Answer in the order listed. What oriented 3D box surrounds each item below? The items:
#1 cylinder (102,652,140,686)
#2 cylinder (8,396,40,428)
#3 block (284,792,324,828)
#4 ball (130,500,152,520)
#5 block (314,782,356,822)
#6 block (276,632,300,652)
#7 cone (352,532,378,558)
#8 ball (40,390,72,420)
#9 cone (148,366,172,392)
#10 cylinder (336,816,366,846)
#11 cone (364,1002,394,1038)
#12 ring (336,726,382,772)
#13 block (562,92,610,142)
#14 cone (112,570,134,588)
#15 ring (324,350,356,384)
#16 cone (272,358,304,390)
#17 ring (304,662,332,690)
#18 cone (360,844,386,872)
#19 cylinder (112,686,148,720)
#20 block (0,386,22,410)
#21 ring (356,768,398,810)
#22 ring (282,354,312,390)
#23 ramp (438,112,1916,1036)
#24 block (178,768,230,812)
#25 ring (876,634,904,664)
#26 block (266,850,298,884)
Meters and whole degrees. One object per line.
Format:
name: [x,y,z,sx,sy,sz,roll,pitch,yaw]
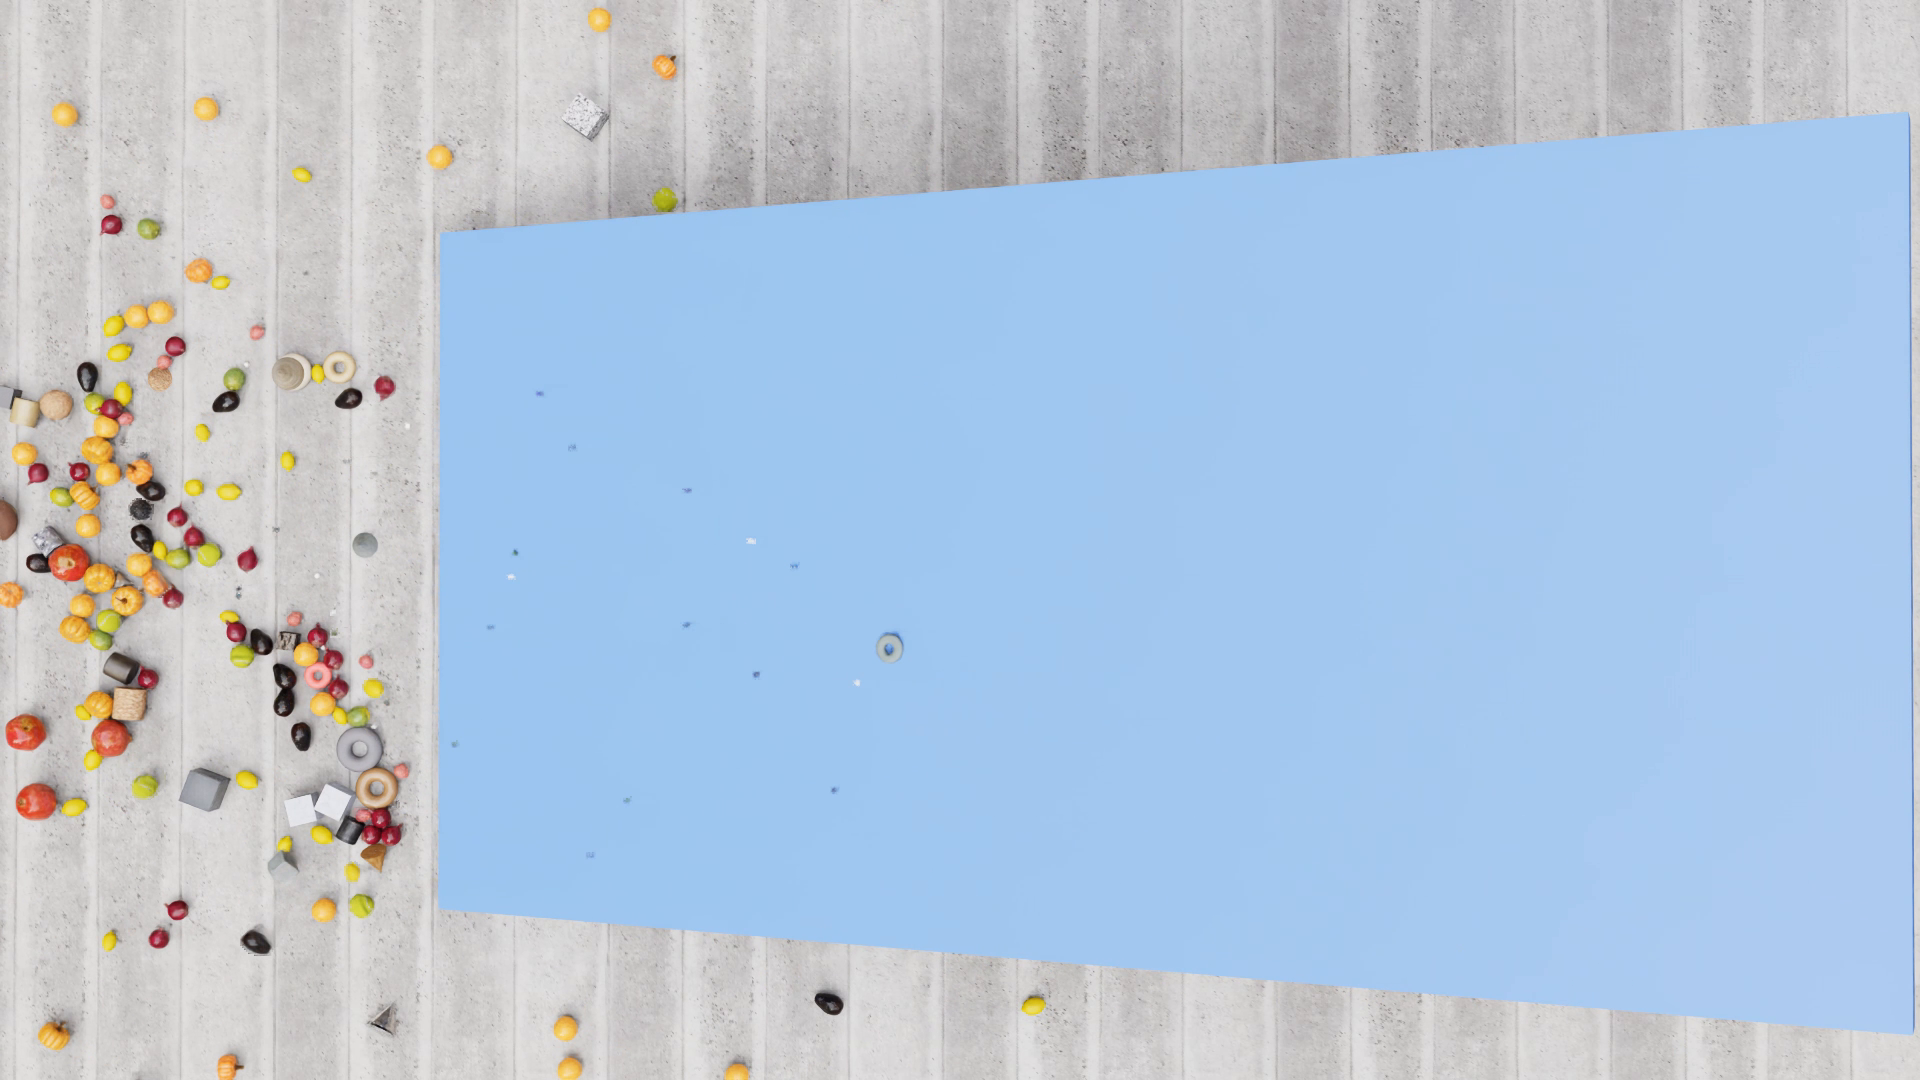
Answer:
cylinder: [-2.500,0.383,6.556,0.075,0.075,0.075,25,89,0]
cylinder: [-2.790,-0.381,6.564,0.076,0.076,0.076,14,89,0]
block: [-1.952,0.802,6.548,0.080,0.080,0.080,-14,89,0]
ball: [-2.447,-0.089,6.567,0.062,0.062,0.062,0,89,0]
block: [-1.857,0.777,6.547,0.083,0.083,0.083,26,89,0]
block: [-2.005,0.303,6.568,0.052,0.052,0.052,8,89,0]
cone: [-1.784,0.015,6.559,0.077,0.077,0.077,0,89,0]
ball: [-2.695,-0.402,6.557,0.090,0.090,0.090,0,89,0]
cone: [-2.402,-0.484,6.566,0.074,0.074,0.074,0,89,0]
cylinder: [-1.817,0.865,6.555,0.065,0.065,0.065,27,89,0]
cone: [-1.711,1.421,6.561,0.094,0.094,0.094,23,63,0]
ring: [-1.793,0.625,6.568,0.139,0.046,0.139,0,91,0]
block: [-1.118,-1.262,6.565,0.094,0.094,0.094,35,89,0]
cone: [-2.499,0.127,6.583,0.058,0.058,0.058,21,89,-30]
ring: [-1.858,-0.517,6.587,0.099,0.033,0.099,0,89,-1]
cone: [-2.006,-0.494,6.517,0.098,0.098,0.098,0,93,-1]
ring: [-1.920,0.405,6.579,0.083,0.028,0.083,0,91,0]
cone: [-1.740,0.962,6.569,0.079,0.079,0.079,-12,116,0]
cylinder: [-2.472,0.487,6.547,0.091,0.091,0.091,6,89,0]
block: [-2.851,-0.426,6.571,0.062,0.062,0.062,14,89,0]
ring: [-1.742,0.741,6.568,0.127,0.042,0.127,0,89,-3]
ring: [-1.997,-0.503,6.585,0.113,0.038,0.113,0,89,-1]
ramp: [0.281,0.081,5.679,4.000,0.100,2.000,0,89,26]
block: [-2.247,0.742,6.541,0.096,0.096,0.096,21,89,0]
ring: [-0.186,0.287,5.833,0.079,0.026,0.079,0,91,25]
block: [-2.015,0.974,6.544,0.060,0.060,0.060,-42,125,0]
